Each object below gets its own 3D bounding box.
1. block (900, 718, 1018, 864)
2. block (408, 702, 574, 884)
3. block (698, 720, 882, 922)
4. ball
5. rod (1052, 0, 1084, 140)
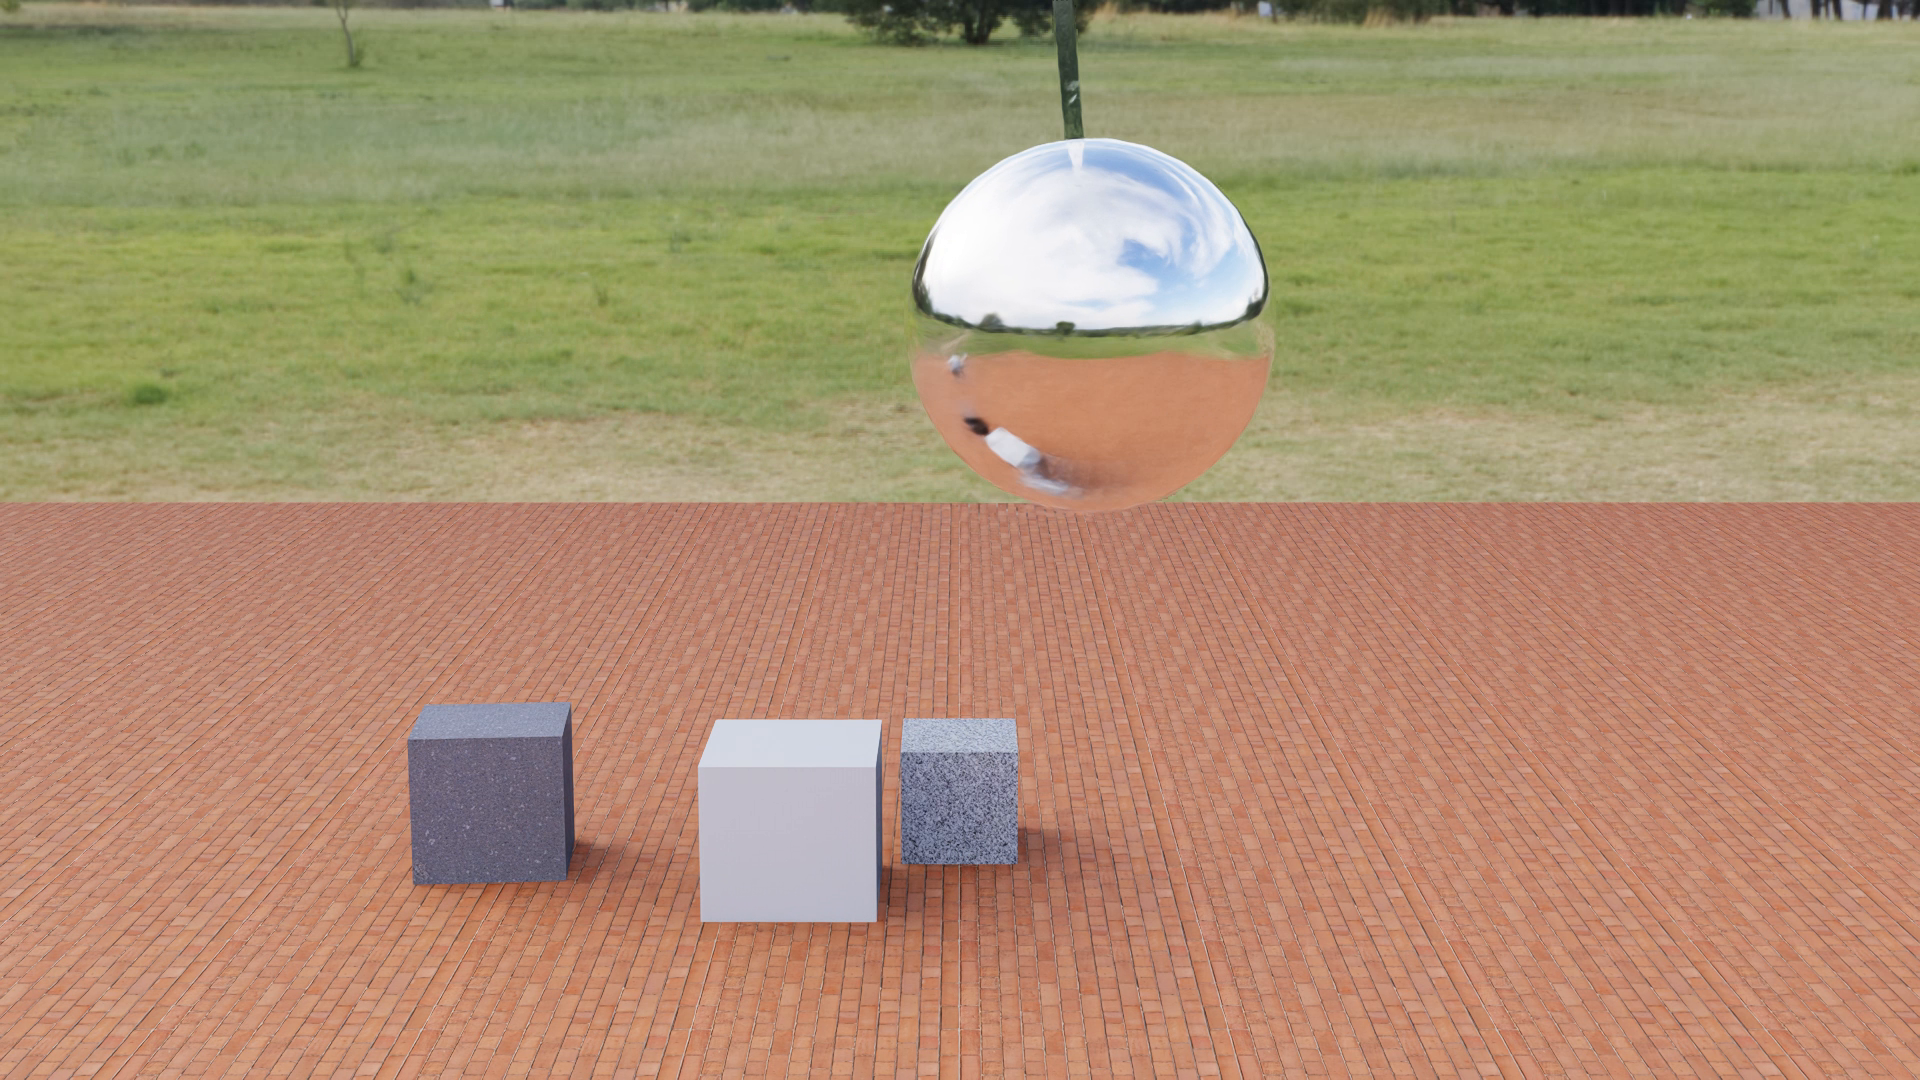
[{"bbox_3d":[-0.003,1.149,11.796,0.523,0.519,0.610,0,10,0],"label":"block"},{"bbox_3d":[-2.093,1.128,11.523,0.666,0.657,0.624,-1,10,-5],"label":"block"},{"bbox_3d":[-0.717,1.201,11.084,0.737,0.672,0.790,0,10,0],"label":"block"},{"bbox_3d":[0.558,-0.919,11.013,1.600,1.600,1.600,0,10,0],"label":"ball"},{"bbox_3d":[0.242,-4.250,10.408,0.080,5.200,0.080,-5,10,1],"label":"rod"}]
